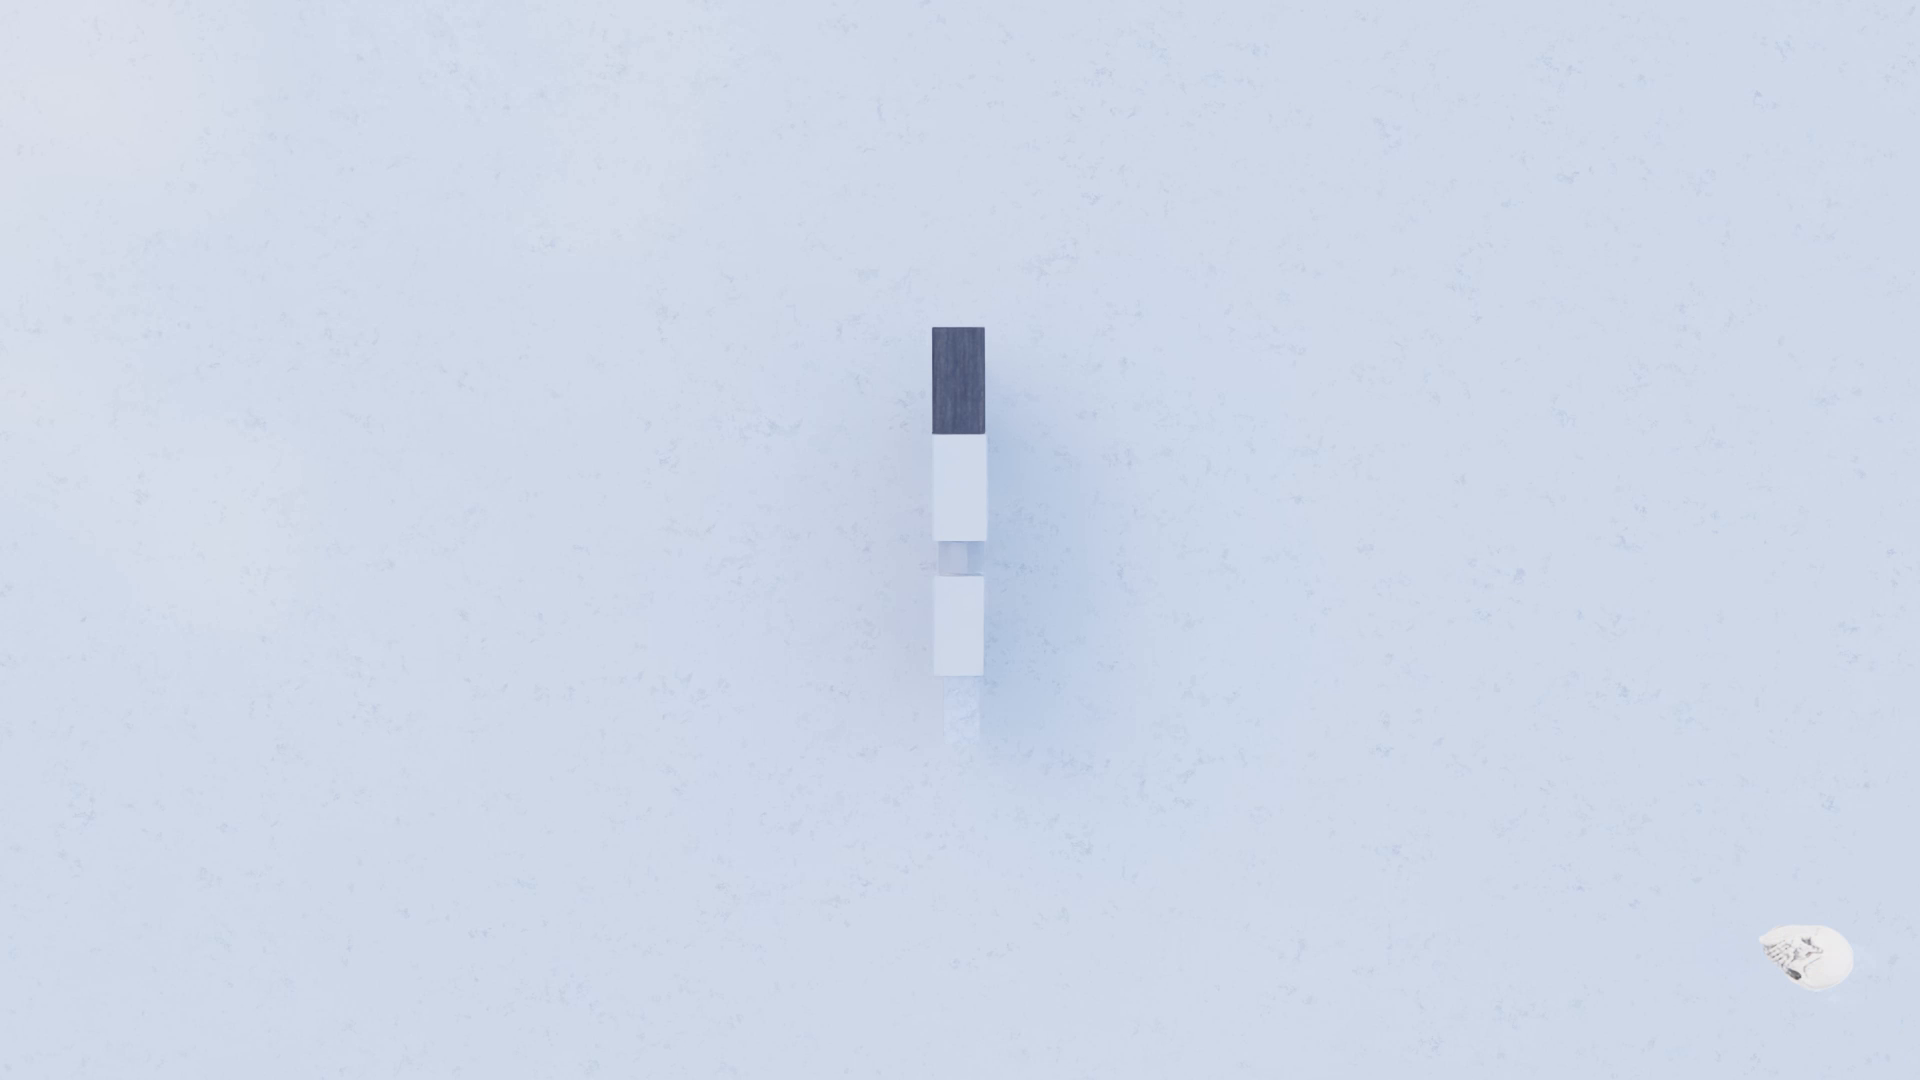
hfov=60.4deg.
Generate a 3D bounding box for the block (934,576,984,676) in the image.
[{"bbox_3d":[-0.004,0.252,4.859,0.145,0.041,0.291,0,90,0],"label":"block"}]

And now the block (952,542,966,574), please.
[{"bbox_3d":[-0.003,0.055,5.069,0.047,0.013,0.095,0,90,0],"label":"block"}]

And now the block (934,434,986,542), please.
[{"bbox_3d":[0.000,-0.151,4.803,0.154,0.044,0.308,0,90,0],"label":"block"}]

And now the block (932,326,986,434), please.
[{"bbox_3d":[-0.004,-0.466,4.833,0.156,0.044,0.311,0,90,0],"label":"block"}]

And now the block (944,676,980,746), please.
[{"bbox_3d":[0.005,0.512,5.013,0.109,0.031,0.219,0,90,0],"label":"block"}]

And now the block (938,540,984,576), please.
[{"bbox_3d":[0.005,0.146,5.191,0.144,0.041,0.289,0,90,0],"label":"block"}]
